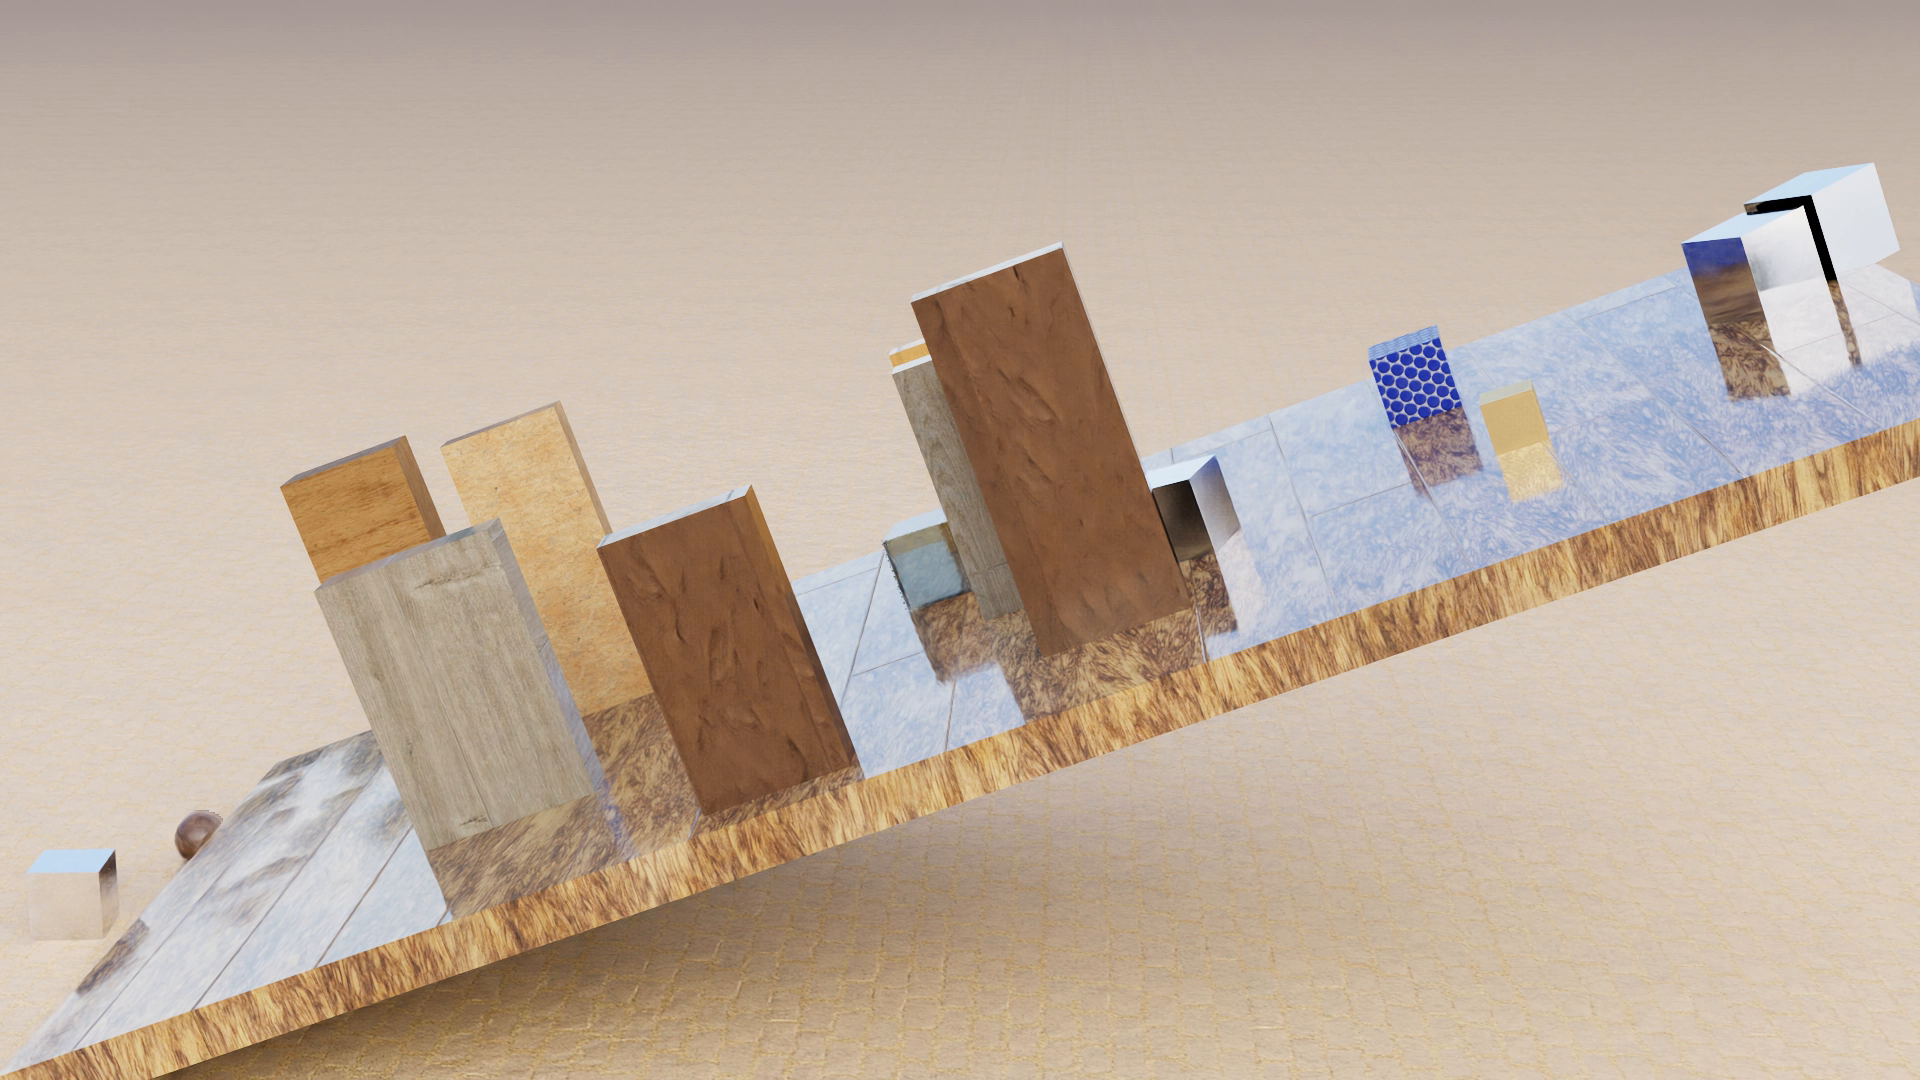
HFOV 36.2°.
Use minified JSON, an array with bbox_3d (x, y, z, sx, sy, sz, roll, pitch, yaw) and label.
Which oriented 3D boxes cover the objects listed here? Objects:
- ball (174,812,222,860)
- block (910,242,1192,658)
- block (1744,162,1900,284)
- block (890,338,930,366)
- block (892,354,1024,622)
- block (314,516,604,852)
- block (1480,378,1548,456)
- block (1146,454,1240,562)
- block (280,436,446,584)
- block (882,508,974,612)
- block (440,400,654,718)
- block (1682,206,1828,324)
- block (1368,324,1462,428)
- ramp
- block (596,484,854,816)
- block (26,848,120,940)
[{"bbox_3d":[-1.810,0.710,7.010,0.120,0.120,0.120,0,13,0],"label":"ball"},{"bbox_3d":[0.179,-0.171,5.670,0.305,0.741,0.101,-19,11,6],"label":"block"},{"bbox_3d":[1.887,-0.687,6.445,0.202,0.202,0.202,-26,13,-27],"label":"block"},{"bbox_3d":[0.105,-0.298,7.073,0.407,0.475,0.083,-19,11,6],"label":"block"},{"bbox_3d":[0.131,-0.156,6.148,0.371,0.559,0.089,-19,11,6],"label":"block"},{"bbox_3d":[-1.017,0.295,5.999,0.380,0.582,0.119,-19,11,6],"label":"block"},{"bbox_3d":[1.126,-0.251,5.983,0.109,0.109,0.109,-18,12,14],"label":"block"},{"bbox_3d":[0.457,-0.058,6.117,0.165,0.165,0.165,-14,13,29],"label":"block"},{"bbox_3d":[-1.286,0.150,6.795,0.279,0.722,0.135,-19,11,6],"label":"block"},{"bbox_3d":[-0.052,0.035,6.568,0.169,0.169,0.169,-18,12,12],"label":"block"},{"bbox_3d":[-0.913,0.055,6.667,0.277,0.689,0.082,-19,11,6],"label":"block"},{"bbox_3d":[1.714,-0.592,6.346,0.187,0.187,0.187,-26,12,-24],"label":"block"},{"bbox_3d":[1.017,-0.366,6.582,0.162,0.162,0.162,-18,12,12],"label":"block"},{"bbox_3d":[0.115,0.177,6.298,4.000,0.100,2.000,-19,11,6],"label":"ramp"},{"bbox_3d":[-0.433,0.206,5.479,0.294,0.547,0.107,-19,11,6],"label":"block"},{"bbox_3d":[-1.980,0.792,6.569,0.158,0.158,0.158,-1,13,-3],"label":"block"}]
